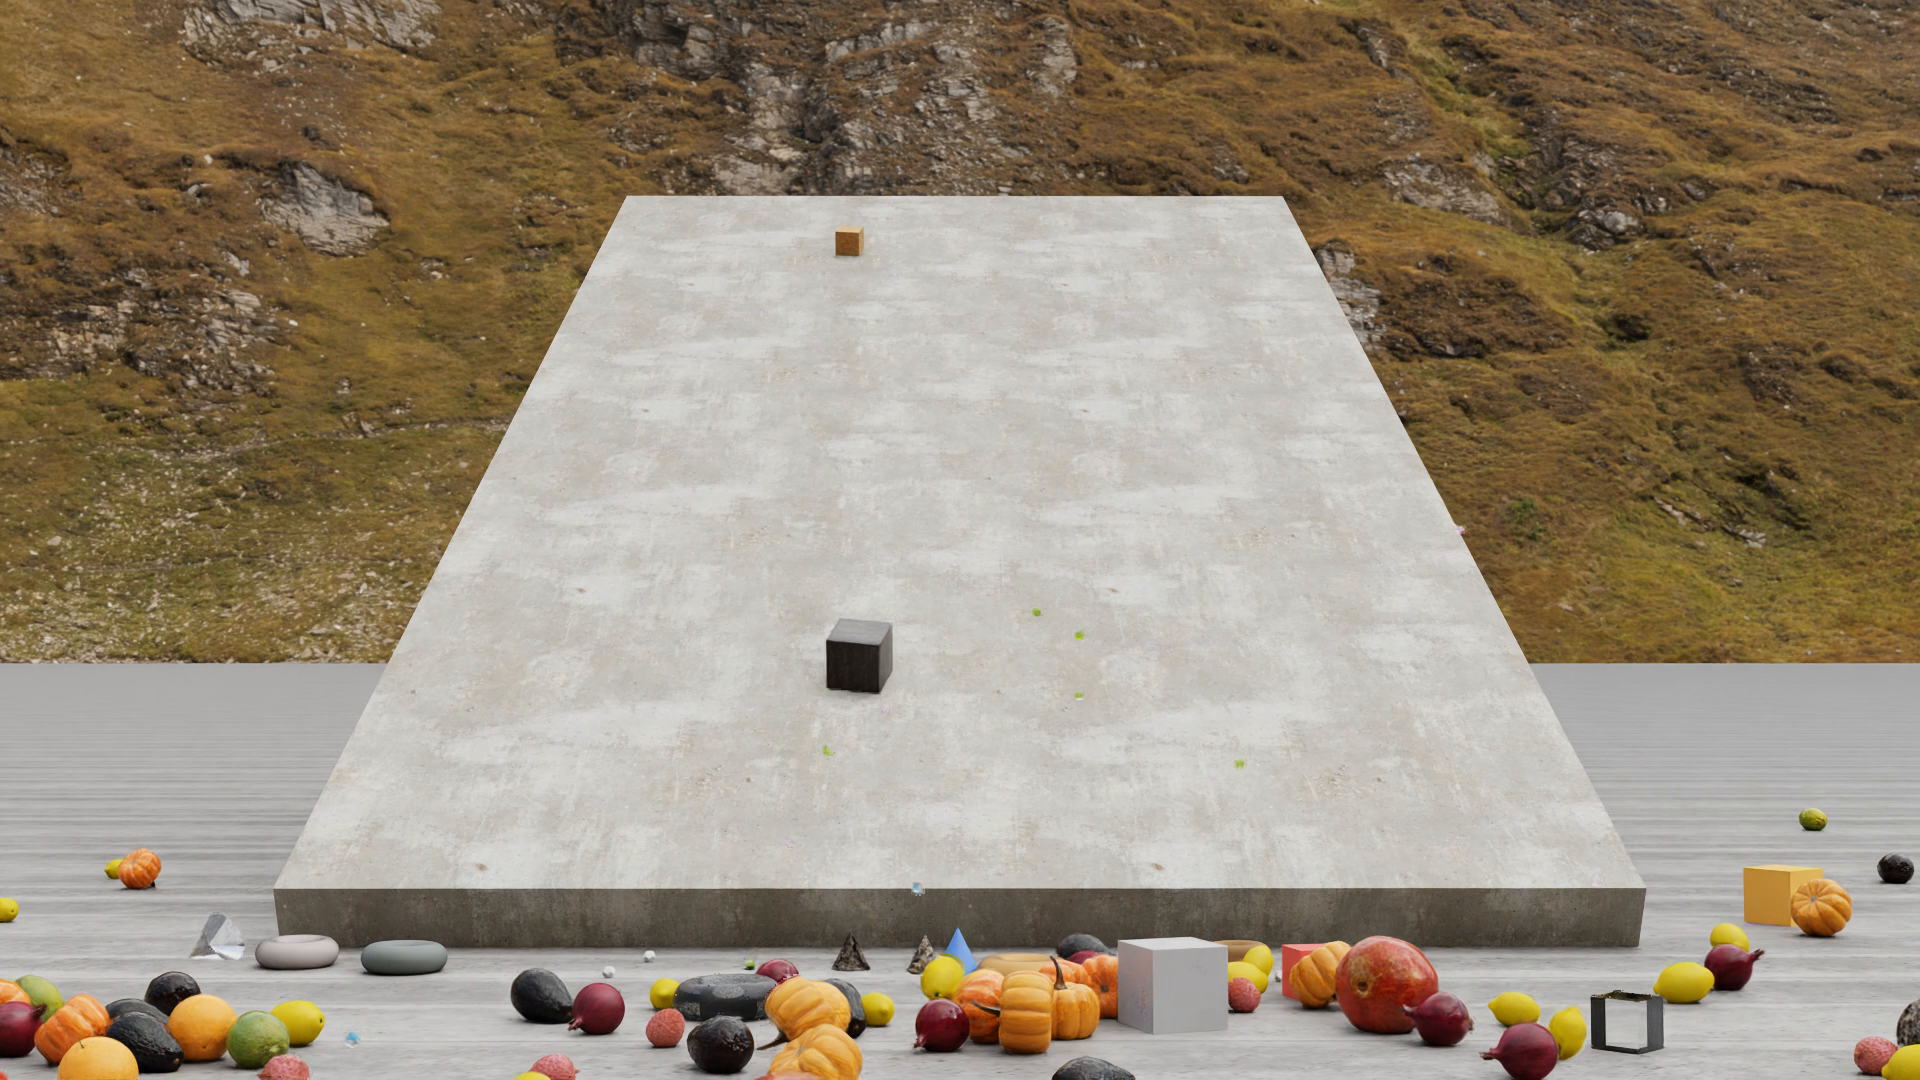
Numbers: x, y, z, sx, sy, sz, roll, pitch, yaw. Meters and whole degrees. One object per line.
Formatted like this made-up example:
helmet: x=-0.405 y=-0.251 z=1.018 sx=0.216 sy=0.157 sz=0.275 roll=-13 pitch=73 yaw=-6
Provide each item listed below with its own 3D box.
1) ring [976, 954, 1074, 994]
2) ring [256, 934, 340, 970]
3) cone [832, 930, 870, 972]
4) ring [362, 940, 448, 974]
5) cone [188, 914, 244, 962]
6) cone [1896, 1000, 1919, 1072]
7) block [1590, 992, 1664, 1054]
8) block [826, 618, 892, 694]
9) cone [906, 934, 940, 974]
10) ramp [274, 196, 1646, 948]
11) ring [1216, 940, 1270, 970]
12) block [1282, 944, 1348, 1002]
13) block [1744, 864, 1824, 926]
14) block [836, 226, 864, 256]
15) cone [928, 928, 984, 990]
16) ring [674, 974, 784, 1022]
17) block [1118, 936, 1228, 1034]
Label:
ring: x=0.083 y=0.557 z=2.966 sx=0.125 sy=0.042 sz=0.125 roll=1 pitch=-3 yaw=0
ring: x=-0.917 y=0.570 z=3.197 sx=0.112 sy=0.037 sz=0.112 roll=0 pitch=-1 yaw=0
cone: x=-0.149 y=0.561 z=3.164 sx=0.053 sy=0.053 sz=0.053 roll=0 pitch=-3 yaw=0
ring: x=-0.755 y=0.567 z=3.140 sx=0.115 sy=0.038 sz=0.115 roll=1 pitch=-4 yaw=0
cone: x=-1.065 y=0.576 z=3.263 sx=0.072 sy=0.072 sz=0.072 roll=-29 pitch=-13 yaw=18
cone: x=1.013 y=0.528 z=2.385 sx=0.090 sy=0.090 sz=0.090 roll=-1 pitch=-30 yaw=18
block: x=0.728 y=0.526 z=2.520 sx=0.056 sy=0.056 sz=0.056 roll=-3 pitch=-4 yaw=44
block: x=-0.173 y=0.199 z=3.973 sx=0.093 sy=0.093 sz=0.093 roll=5 pitch=23 yaw=11
cone: x=-0.047 y=0.560 z=3.135 sx=0.051 sy=0.051 sz=0.051 roll=0 pitch=-3 yaw=0
ramp: x=-0.007 y=-0.225 z=5.225 sx=2.000 sy=0.100 sz=4.000 roll=0 pitch=23 yaw=0
ring: x=0.379 y=0.572 z=3.187 sx=0.098 sy=0.033 sz=0.098 roll=-1 pitch=-4 yaw=0
block: x=0.445 y=0.543 z=2.901 sx=0.062 sy=0.062 sz=0.062 roll=1 pitch=-3 yaw=-14
block: x=1.326 y=0.572 z=3.718 sx=0.087 sy=0.087 sz=0.087 roll=2 pitch=-4 yaw=-35
block: x=-0.308 y=-0.837 z=6.457 sx=0.067 sy=0.067 sz=0.067 roll=4 pitch=23 yaw=9
cone: x=-0.003 y=0.540 z=2.994 sx=0.077 sy=0.077 sz=0.077 roll=0 pitch=-3 yaw=0
ring: x=-0.276 y=0.545 z=2.751 sx=0.131 sy=0.044 sz=0.131 roll=-1 pitch=-3 yaw=0
block: x=0.246 y=0.515 z=2.675 sx=0.095 sy=0.095 sz=0.095 roll=1 pitch=-3 yaw=-21
